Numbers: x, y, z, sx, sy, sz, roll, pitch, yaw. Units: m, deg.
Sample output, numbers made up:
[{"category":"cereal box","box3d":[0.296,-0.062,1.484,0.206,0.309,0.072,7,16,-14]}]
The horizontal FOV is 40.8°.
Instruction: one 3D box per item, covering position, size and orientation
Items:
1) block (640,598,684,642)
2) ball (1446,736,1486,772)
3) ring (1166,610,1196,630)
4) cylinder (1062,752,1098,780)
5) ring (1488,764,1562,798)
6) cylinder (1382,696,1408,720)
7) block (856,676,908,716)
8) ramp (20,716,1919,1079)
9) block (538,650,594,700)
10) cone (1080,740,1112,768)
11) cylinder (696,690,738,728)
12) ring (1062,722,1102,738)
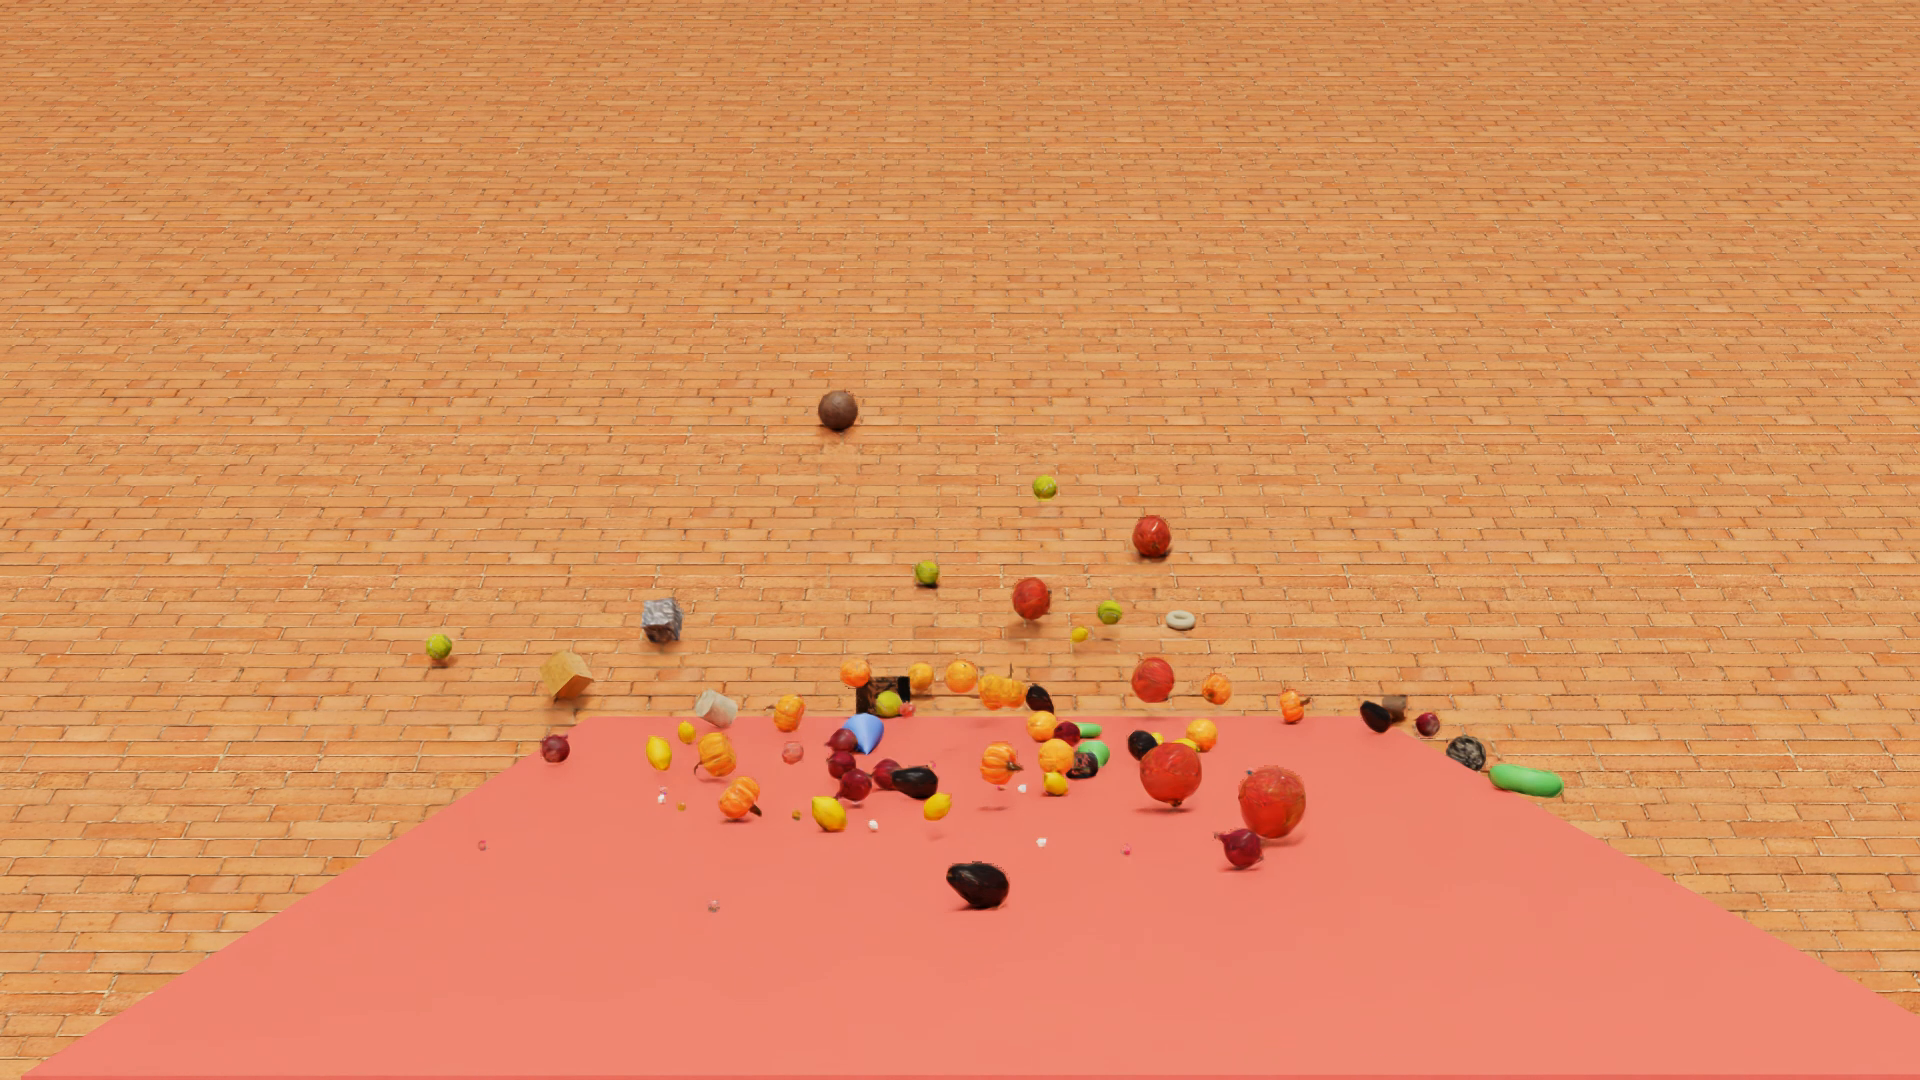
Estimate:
[{"category":"block","box3d":[-0.816,0.221,7.072,0.082,0.082,0.082,-6,53,14]},{"category":"ball","box3d":[1.128,0.480,5.752,0.089,0.089,0.089,0,26,0]},{"category":"ring","box3d":[0.617,0.224,7.200,0.086,0.029,0.086,3,25,-2]},{"category":"cylinder","box3d":[0.242,0.453,5.181,0.052,0.052,0.052,-2,24,-30]},{"category":"ring","box3d":[1.092,0.465,4.986,0.140,0.047,0.140,11,0,0]},{"category":"cylinder","box3d":[1.136,0.437,6.736,0.060,0.060,0.060,3,26,18]},{"category":"block","box3d":[-0.199,0.400,6.630,0.099,0.099,0.099,1,-1,-31]},{"category":"ramp","box3d":[0.060,0.542,4.578,2.000,0.100,4.000,0,1,0]},{"category":"block","box3d":[-1.036,0.356,6.789,0.087,0.087,0.087,53,14,26]},{"category":"cone","box3d":[0.274,0.460,5.319,0.070,0.070,0.070,7,48,13]},{"category":"cylinder","box3d":[-0.589,0.408,6.238,0.072,0.072,0.072,30,10,-32]},{"category":"ring","box3d":[0.285,0.445,6.034,0.094,0.031,0.094,-1,0,0]}]
